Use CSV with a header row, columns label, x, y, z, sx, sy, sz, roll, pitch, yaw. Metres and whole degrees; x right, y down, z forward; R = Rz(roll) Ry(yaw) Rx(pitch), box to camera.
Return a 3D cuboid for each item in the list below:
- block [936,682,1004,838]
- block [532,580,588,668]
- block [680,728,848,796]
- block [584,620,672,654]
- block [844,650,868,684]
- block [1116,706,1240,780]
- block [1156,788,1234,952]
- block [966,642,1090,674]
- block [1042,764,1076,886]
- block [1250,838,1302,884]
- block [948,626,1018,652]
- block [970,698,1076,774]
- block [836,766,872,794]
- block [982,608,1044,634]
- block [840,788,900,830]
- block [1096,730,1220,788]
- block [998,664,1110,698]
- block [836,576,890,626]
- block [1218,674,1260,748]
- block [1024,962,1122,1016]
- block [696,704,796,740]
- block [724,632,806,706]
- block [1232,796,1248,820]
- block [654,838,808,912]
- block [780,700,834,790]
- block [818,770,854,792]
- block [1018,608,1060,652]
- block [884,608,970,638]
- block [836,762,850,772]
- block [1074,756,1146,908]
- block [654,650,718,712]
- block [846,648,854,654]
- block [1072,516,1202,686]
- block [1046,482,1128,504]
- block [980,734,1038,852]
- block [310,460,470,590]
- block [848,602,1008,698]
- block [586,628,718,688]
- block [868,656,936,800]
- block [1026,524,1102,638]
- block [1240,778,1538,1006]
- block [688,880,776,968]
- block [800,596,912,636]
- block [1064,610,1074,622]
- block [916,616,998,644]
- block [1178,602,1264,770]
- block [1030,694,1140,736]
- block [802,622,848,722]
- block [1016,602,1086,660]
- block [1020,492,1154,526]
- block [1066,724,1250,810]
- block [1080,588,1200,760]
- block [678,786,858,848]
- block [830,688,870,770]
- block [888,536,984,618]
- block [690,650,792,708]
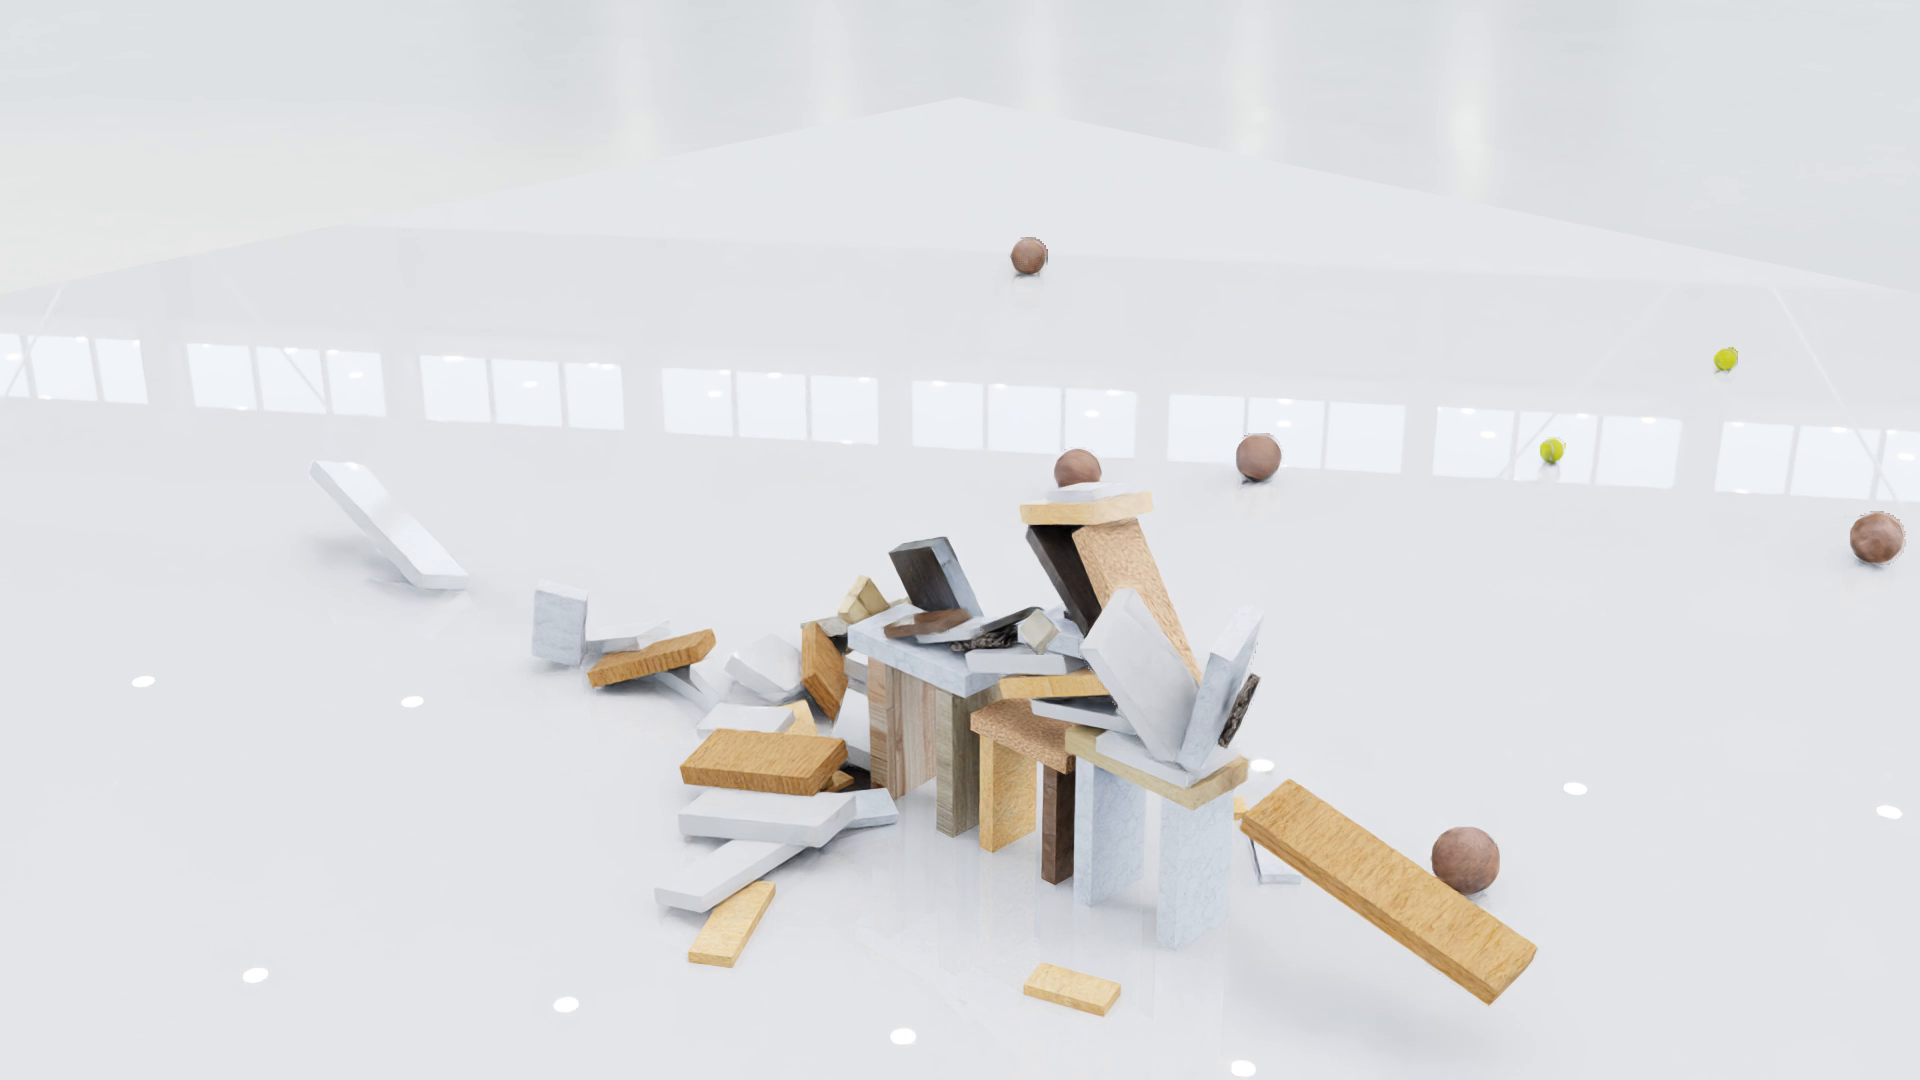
label,x,y,z,sx,sy,sz,roll,pitch,yaw
block,0.026,0.414,4.371,0.046,0.323,0.162,21,31,40
block,-0.909,0.191,4.998,0.114,0.229,0.032,14,45,0
block,-0.398,0.449,4.456,0.305,0.043,0.153,2,27,27
block,-0.788,0.226,5.091,0.229,0.032,0.114,-7,14,37
block,-0.101,0.246,4.922,0.156,0.044,0.312,19,30,31
block,0.386,0.335,3.898,0.102,0.029,0.203,-24,50,-39
block,0.428,0.580,4.001,0.153,0.307,0.043,-21,31,-40
block,0.150,0.213,4.159,0.134,0.038,0.267,-21,12,-40
block,0.213,0.523,4.208,0.035,0.250,0.125,21,31,41
block,0.614,0.605,4.308,0.077,0.022,0.222,0,23,0
block,0.061,0.187,4.242,0.081,0.023,0.161,-22,9,-42
block,0.153,0.368,4.207,0.250,0.035,0.125,21,31,41
block,-0.233,0.513,4.525,0.076,0.022,0.152,8,24,18
block,0.101,0.152,4.155,0.107,0.015,0.054,-23,-12,28
block,-0.213,0.541,4.415,0.165,0.023,0.082,-4,35,-22
block,0.354,0.380,3.931,0.203,0.029,0.102,20,31,39
block,0.237,0.249,4.064,0.134,0.038,0.351,-21,9,-39
block,-0.177,0.168,4.488,0.027,0.187,0.094,10,56,38
block,0.475,0.291,3.749,0.018,0.128,0.064,27,44,12
block,0.197,0.790,3.870,0.154,0.022,0.077,11,25,24
block,-0.450,0.387,4.624,0.187,0.027,0.094,2,32,28
block,-0.410,0.284,4.866,0.145,0.041,0.290,33,13,6
block,0.515,0.544,4.455,0.128,0.018,0.064,-2,23,-4
block,-0.423,0.618,4.213,0.114,0.032,0.359,4,18,34
block,-0.361,0.438,4.567,0.145,0.041,0.290,-16,28,-7
block,-0.266,0.501,4.509,0.045,0.013,0.091,21,31,40
block,0.143,0.164,4.005,0.015,0.054,0.107,40,4,-22
block,-0.067,0.163,4.327,0.161,0.023,0.081,-8,12,44
block,-0.311,0.478,4.573,0.152,0.022,0.076,-27,32,-31
block,0.283,0.523,4.135,0.153,0.307,0.043,-21,31,-41
block,-0.561,0.320,4.959,0.133,0.038,0.266,-18,29,-36
block,-0.135,0.242,5.101,0.132,0.037,0.264,28,33,23
block,0.322,0.132,3.924,0.130,0.351,0.037,-15,-11,-39
block,0.230,-0.086,4.004,0.077,0.022,0.154,-14,7,-30
block,0.095,0.477,4.317,0.035,0.250,0.125,21,31,41
block,-1.445,-0.040,5.558,0.551,0.041,0.145,39,21,34
block,-0.052,0.216,4.365,0.323,0.046,0.162,21,31,39
block,-0.694,0.266,4.960,0.266,0.038,0.133,-14,12,14
block,-0.115,0.360,4.498,0.046,0.323,0.162,17,28,36
block,0.235,0.062,4.054,0.130,0.037,0.259,-12,50,-21
block,0.722,0.589,3.729,0.512,0.040,0.140,34,43,26
block,-0.420,0.706,4.067,0.082,0.023,0.257,5,24,12
block,-0.236,0.182,5.102,0.153,0.043,0.305,-15,1,-30
block,0.246,0.141,4.056,0.054,0.015,0.107,-18,22,-34
block,-0.005,0.175,4.297,0.081,0.023,0.161,-21,9,-40
block,0.446,0.252,3.757,0.040,0.280,0.140,25,46,16
block,0.263,0.309,4.049,0.102,0.029,0.268,-24,21,-40
block,-0.299,0.295,4.897,0.037,0.132,0.264,-31,21,9
block,0.248,0.174,4.040,0.134,0.038,0.267,-22,24,-40
block,0.230,-0.059,4.030,0.130,0.037,0.259,-13,7,-26
block,0.356,0.391,3.998,0.153,0.043,0.307,-21,31,-40
block,0.319,0.232,3.778,0.040,0.280,0.140,-2,43,45
block,-0.379,0.540,4.331,0.318,0.043,0.153,2,18,26
block,-0.201,0.406,4.670,0.132,0.037,0.264,23,19,-4
block,-0.022,0.148,4.470,0.044,0.312,0.156,-33,14,-33
block,-0.467,0.345,4.820,0.133,0.038,0.266,-17,42,-33
